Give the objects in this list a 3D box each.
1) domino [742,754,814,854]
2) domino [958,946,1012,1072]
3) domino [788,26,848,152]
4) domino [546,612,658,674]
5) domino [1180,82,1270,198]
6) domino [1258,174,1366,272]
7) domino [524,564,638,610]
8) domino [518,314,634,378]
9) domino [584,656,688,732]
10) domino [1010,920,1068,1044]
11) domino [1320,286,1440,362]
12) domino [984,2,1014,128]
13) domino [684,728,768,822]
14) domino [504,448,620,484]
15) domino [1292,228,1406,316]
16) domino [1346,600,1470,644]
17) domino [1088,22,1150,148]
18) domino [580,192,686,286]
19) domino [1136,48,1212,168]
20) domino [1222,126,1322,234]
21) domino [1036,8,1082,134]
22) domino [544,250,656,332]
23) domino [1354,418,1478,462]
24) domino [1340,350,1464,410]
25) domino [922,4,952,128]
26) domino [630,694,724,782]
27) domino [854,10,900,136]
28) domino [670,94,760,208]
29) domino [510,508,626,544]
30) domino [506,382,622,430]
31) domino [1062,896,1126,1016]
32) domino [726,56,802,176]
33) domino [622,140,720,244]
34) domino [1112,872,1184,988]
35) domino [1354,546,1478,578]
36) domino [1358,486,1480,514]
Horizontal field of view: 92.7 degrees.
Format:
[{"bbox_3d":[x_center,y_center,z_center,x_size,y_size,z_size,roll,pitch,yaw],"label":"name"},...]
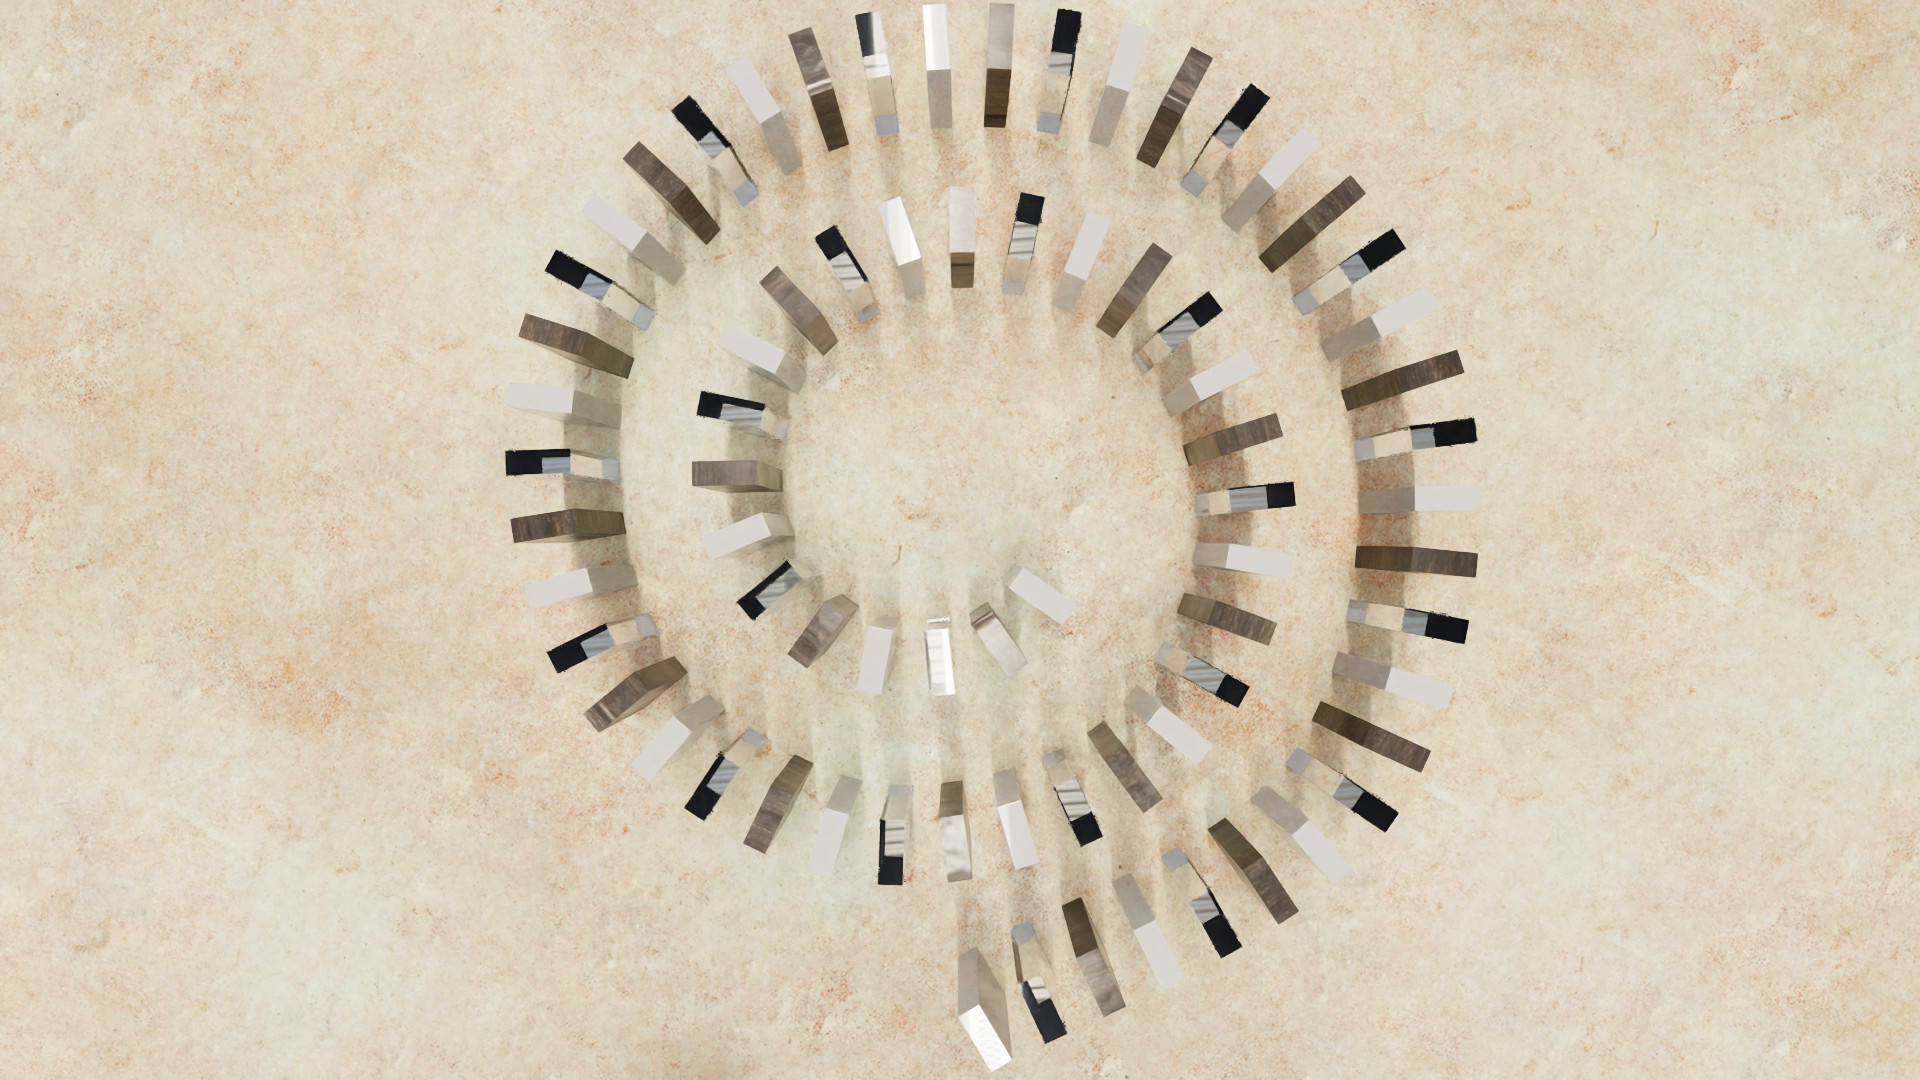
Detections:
[{"bbox_3d":[-0.073,0.107,0.375,0.009,0.050,0.025,26,90,0],"label":"domino"},{"bbox_3d":[0.010,0.190,0.375,0.009,0.050,0.025,-31,90,0],"label":"domino"},{"bbox_3d":[-0.057,-0.183,0.375,0.010,0.050,0.025,-20,90,0],"label":"domino"},{"bbox_3d":[-0.145,0.041,0.375,0.025,0.050,0.010,-26,90,0],"label":"domino"},{"bbox_3d":[0.107,-0.162,0.375,0.010,0.050,0.025,37,90,0],"label":"domino"},{"bbox_3d":[0.143,-0.128,0.375,0.025,0.050,0.009,-40,90,0],"label":"domino"},{"bbox_3d":[-0.153,0.019,0.375,0.025,0.050,0.009,-16,90,0],"label":"domino"},{"bbox_3d":[-0.155,-0.078,0.375,0.025,0.050,0.009,18,90,0],"label":"domino"},{"bbox_3d":[-0.131,0.062,0.375,0.025,0.050,0.009,-39,90,0],"label":"domino"},{"bbox_3d":[0.032,0.179,0.375,0.009,0.050,0.025,-25,90,0],"label":"domino"},{"bbox_3d":[0.170,-0.087,0.375,0.025,0.050,0.010,-27,90,0],"label":"domino"},{"bbox_3d":[0.016,-0.193,0.375,0.009,0.050,0.025,2,90,0],"label":"domino"},{"bbox_3d":[-0.095,0.095,0.375,0.010,0.050,0.025,33,90,0],"label":"domino"},{"bbox_3d":[-0.161,-0.030,0.375,0.025,0.050,0.009,-2,90,0],"label":"domino"},{"bbox_3d":[0.158,-0.108,0.375,0.025,0.050,0.009,-34,90,0],"label":"domino"},{"bbox_3d":[0.182,0.033,0.375,0.025,0.050,0.010,11,90,0],"label":"domino"},{"bbox_3d":[0.064,-0.185,0.375,0.010,0.050,0.025,17,90,0],"label":"domino"},{"bbox_3d":[-0.132,-0.122,0.375,0.025,0.050,0.010,36,90,0],"label":"domino"},{"bbox_3d":[0.087,-0.175,0.375,0.009,0.050,0.025,28,90,0],"label":"domino"},{"bbox_3d":[0.126,-0.146,0.375,0.010,0.050,0.025,44,90,0],"label":"domino"},{"bbox_3d":[0.040,-0.190,0.375,0.010,0.050,0.025,9,90,0],"label":"domino"},{"bbox_3d":[-0.146,-0.101,0.375,0.025,0.050,0.010,29,90,0],"label":"domino"},{"bbox_3d":[0.185,-0.041,0.375,0.025,0.050,0.010,-7,90,0],"label":"domino"},{"bbox_3d":[0.180,-0.065,0.375,0.025,0.050,0.010,-18,90,0],"label":"domino"},{"bbox_3d":[-0.009,-0.192,0.375,0.010,0.050,0.025,-4,90,0],"label":"domino"},{"bbox_3d":[-0.114,0.080,0.375,0.009,0.050,0.025,41,90,0],"label":"domino"},{"bbox_3d":[-0.033,-0.189,0.375,0.010,0.050,0.025,-11,90,0],"label":"domino"},{"bbox_3d":[-0.099,-0.158,0.375,0.009,0.050,0.025,-40,90,0],"label":"domino"},{"bbox_3d":[-0.159,-0.005,0.375,0.025,0.050,0.010,-9,90,0],"label":"domino"},{"bbox_3d":[-0.160,-0.054,0.375,0.025,0.050,0.009,6,90,0],"label":"domino"},{"bbox_3d":[0.054,0.169,0.375,0.009,0.050,0.025,-25,90,0],"label":"domino"},{"bbox_3d":[-0.079,-0.172,0.375,0.009,0.050,0.025,-32,90,0],"label":"domino"},{"bbox_3d":[-0.117,-0.141,0.375,0.025,0.050,0.010,43,90,0],"label":"domino"},{"bbox_3d":[0.076,0.158,0.375,0.009,0.050,0.025,-27,90,0],"label":"domino"},{"bbox_3d":[0.185,0.009,0.375,0.025,0.050,0.010,6,90,0],"label":"domino"},{"bbox_3d":[0.186,-0.016,0.375,0.025,0.050,0.010,0,90,0],"label":"domino"}]
